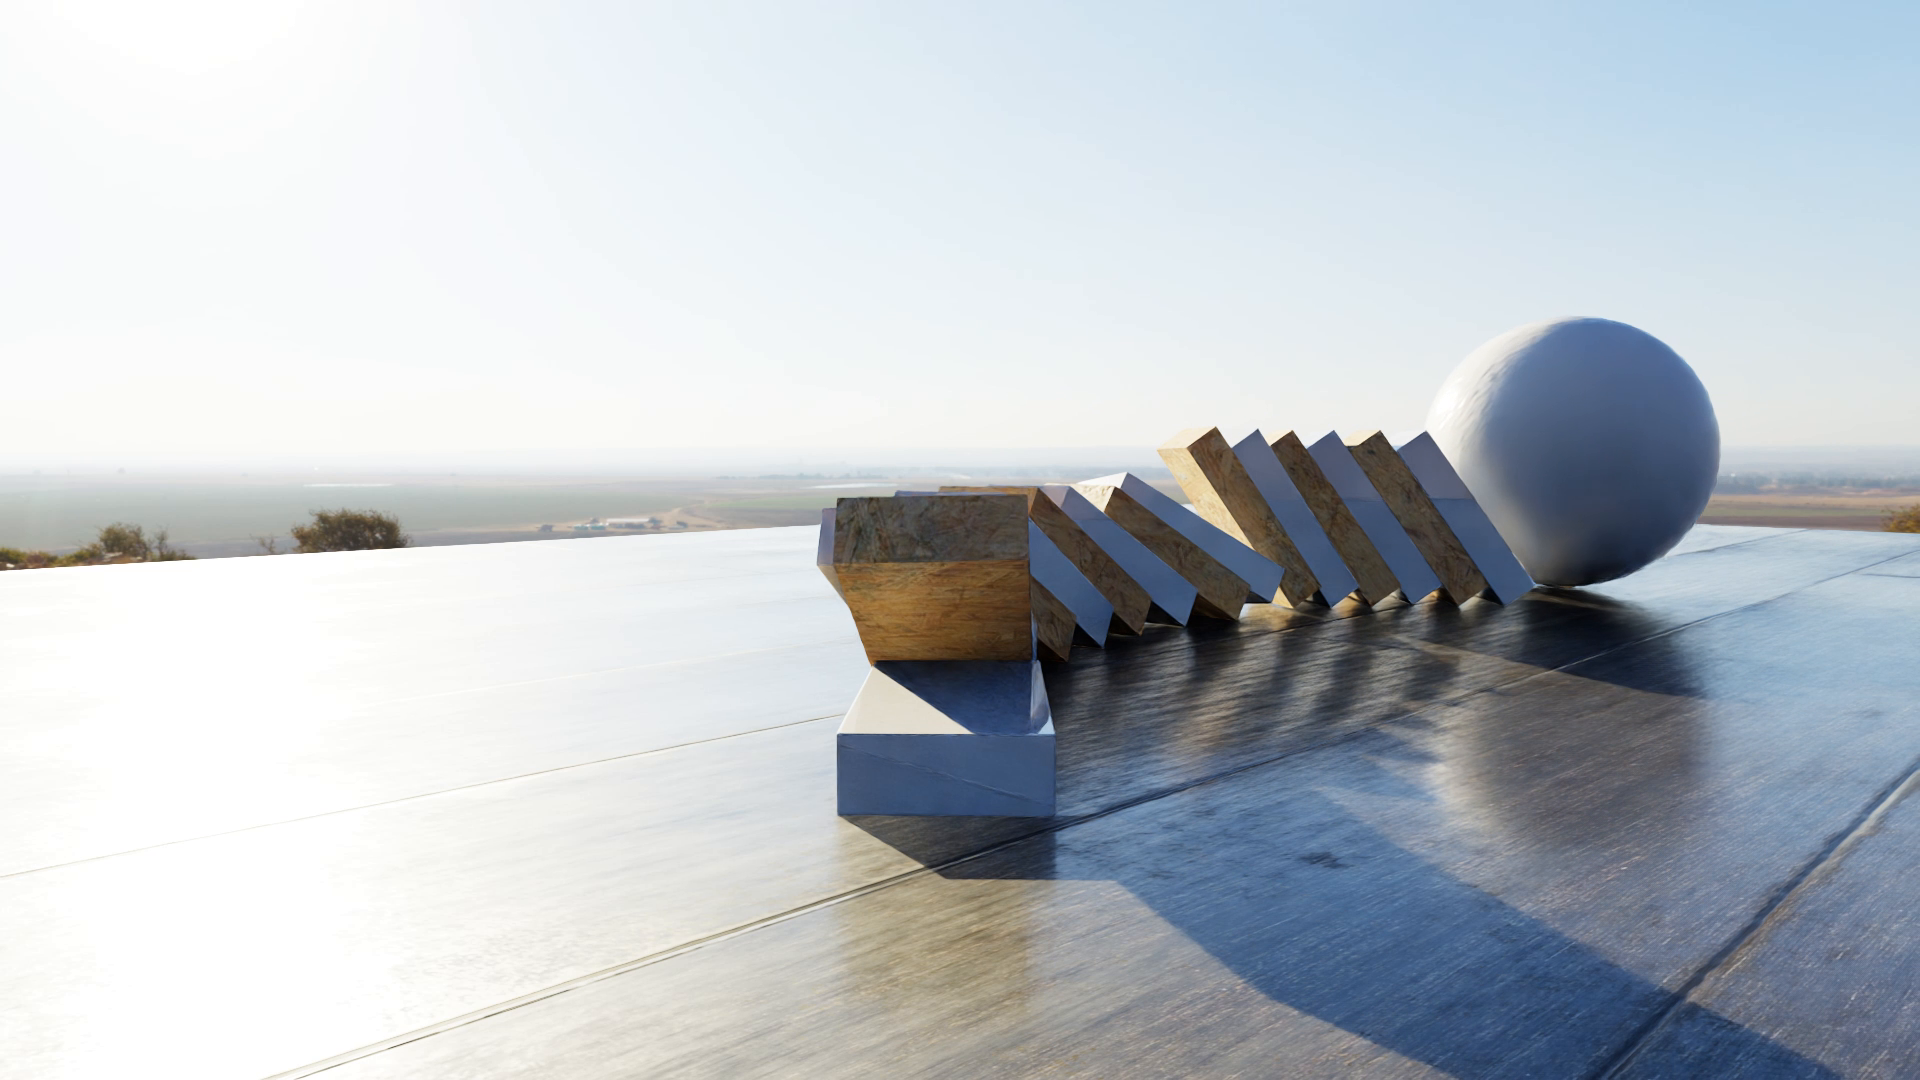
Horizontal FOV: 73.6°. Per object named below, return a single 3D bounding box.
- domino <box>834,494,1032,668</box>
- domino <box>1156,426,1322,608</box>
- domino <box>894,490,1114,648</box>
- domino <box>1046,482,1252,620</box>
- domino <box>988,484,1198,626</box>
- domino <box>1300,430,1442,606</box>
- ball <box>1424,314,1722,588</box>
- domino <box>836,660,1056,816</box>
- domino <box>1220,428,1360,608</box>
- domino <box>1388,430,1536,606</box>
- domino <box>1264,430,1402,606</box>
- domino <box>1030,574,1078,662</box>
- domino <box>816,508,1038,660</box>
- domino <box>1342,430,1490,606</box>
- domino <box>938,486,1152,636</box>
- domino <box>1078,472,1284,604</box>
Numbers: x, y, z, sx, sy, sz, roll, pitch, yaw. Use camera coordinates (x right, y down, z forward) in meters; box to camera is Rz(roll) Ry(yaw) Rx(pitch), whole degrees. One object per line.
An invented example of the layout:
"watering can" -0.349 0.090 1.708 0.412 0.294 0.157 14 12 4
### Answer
"domino" -0.002 0.009 0.188 0.025 0.010 0.050 -1 -26 4
"domino" 0.073 -0.006 0.337 0.010 0.050 0.025 -36 7 -5
"domino" 0.009 0.007 0.257 0.025 0.009 0.050 3 -25 34
"domino" 0.044 0.003 0.307 0.050 0.009 0.025 33 -14 -31
"domino" 0.029 0.004 0.291 0.025 0.010 0.050 3 -25 48
"domino" 0.109 -0.007 0.349 0.010 0.050 0.025 -35 1 5
"ball" 0.179 -0.026 0.379 0.080 0.080 0.080 0 4 0
"domino" -0.001 0.025 0.171 0.025 0.010 0.050 0 4 1
"domino" 0.084 -0.006 0.341 0.009 0.050 0.025 -36 9 -5
"domino" 0.133 -0.007 0.347 0.010 0.050 0.025 -35 1 5
"domino" 0.097 -0.007 0.346 0.010 0.050 0.025 -35 2 4
"domino" 0.000 0.009 0.239 0.025 0.010 0.050 3 -22 31
"domino" -0.004 0.010 0.212 0.025 0.009 0.050 -2 -26 13
"domino" 0.121 -0.007 0.348 0.010 0.050 0.025 -35 1 5
"domino" 0.018 0.005 0.274 0.025 0.009 0.050 3 -26 39
"domino" 0.054 0.000 0.322 0.050 0.009 0.025 30 -14 -18
